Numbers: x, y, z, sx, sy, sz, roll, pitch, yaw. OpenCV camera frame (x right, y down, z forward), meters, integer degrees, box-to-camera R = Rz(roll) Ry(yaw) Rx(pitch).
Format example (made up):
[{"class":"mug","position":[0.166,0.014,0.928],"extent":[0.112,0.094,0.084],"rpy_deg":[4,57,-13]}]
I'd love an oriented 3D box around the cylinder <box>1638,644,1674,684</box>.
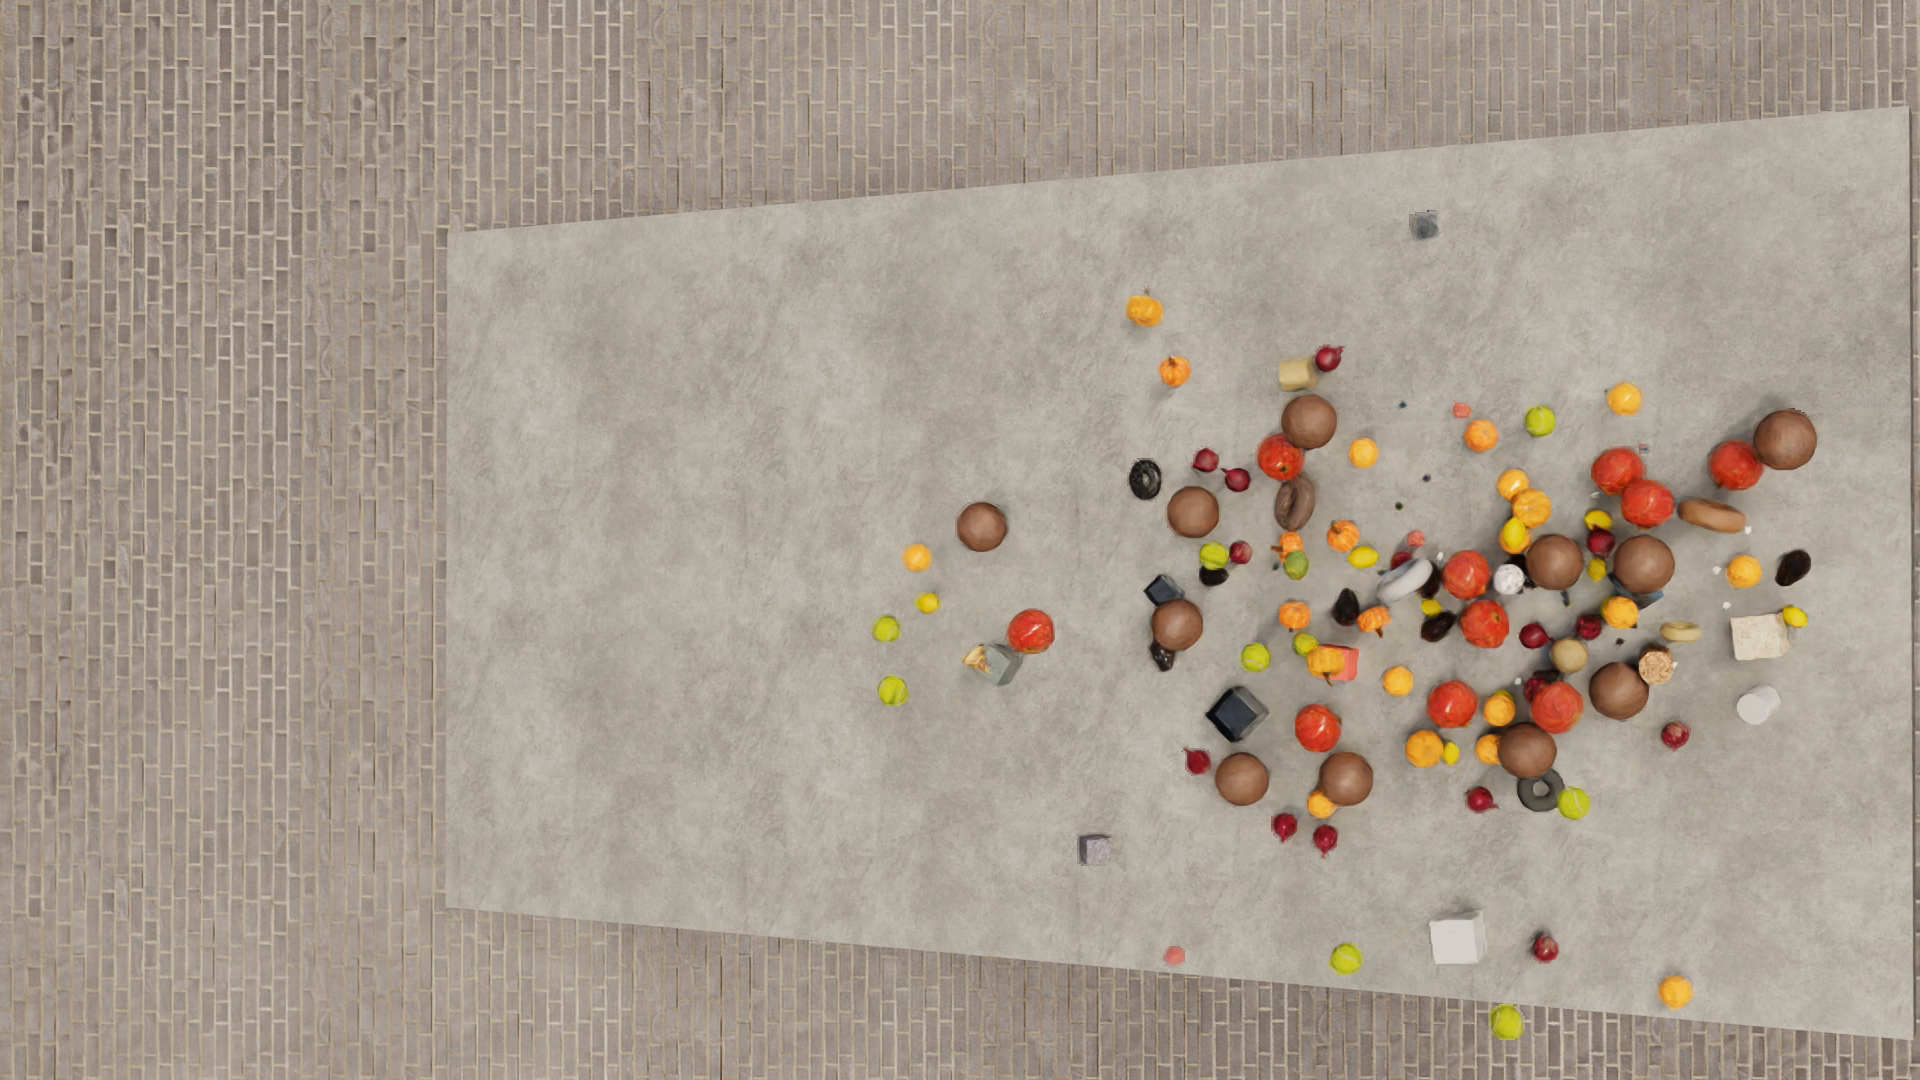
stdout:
[{"class":"cylinder","position":[1.543,0.275,4.875],"extent":[0.074,0.074,0.074],"rpy_deg":[3,100,18]}]

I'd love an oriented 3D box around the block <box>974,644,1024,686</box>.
[{"class":"block","position":[0.100,0.320,5.652],"extent":[0.076,0.076,0.076],"rpy_deg":[37,106,23]}]

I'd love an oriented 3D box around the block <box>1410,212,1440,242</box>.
[{"class":"block","position":[1.086,-0.731,5.135],"extent":[0.058,0.058,0.058],"rpy_deg":[-8,96,14]}]

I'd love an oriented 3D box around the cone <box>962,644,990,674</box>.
[{"class":"cone","position":[0.055,0.316,5.599],"extent":[0.070,0.070,0.070],"rpy_deg":[-43,71,0]}]

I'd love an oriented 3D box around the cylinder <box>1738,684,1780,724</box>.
[{"class":"cylinder","position":[1.745,0.359,4.803],"extent":[0.069,0.069,0.069],"rpy_deg":[16,115,38]}]

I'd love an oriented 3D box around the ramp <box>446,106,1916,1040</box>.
[{"class":"ramp","position":[0.278,0.079,5.663],"extent":[4.000,0.100,2.000],"rpy_deg":[0,89,27]}]

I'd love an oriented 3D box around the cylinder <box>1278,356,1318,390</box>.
[{"class":"cylinder","position":[0.814,-0.400,5.296],"extent":[0.073,0.073,0.073],"rpy_deg":[-7,89,26]}]

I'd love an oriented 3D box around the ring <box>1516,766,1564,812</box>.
[{"class":"ring","position":[1.328,0.569,5.033],"extent":[0.108,0.036,0.108],"rpy_deg":[-3,77,13]}]

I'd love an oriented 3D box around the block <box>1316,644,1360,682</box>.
[{"class":"block","position":[0.900,0.293,5.244],"extent":[0.075,0.075,0.075],"rpy_deg":[8,93,27]}]

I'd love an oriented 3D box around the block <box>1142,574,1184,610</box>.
[{"class":"block","position":[0.505,0.128,5.456],"extent":[0.061,0.061,0.061],"rpy_deg":[-46,71,19]}]

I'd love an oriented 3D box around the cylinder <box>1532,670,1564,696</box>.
[{"class":"cylinder","position":[1.345,0.327,5.026],"extent":[0.057,0.057,0.057],"rpy_deg":[-4,89,28]}]

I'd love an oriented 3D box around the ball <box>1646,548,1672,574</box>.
[{"class":"ball","position":[1.561,0.047,4.913],"extent":[0.059,0.059,0.059],"rpy_deg":[0,89,0]}]

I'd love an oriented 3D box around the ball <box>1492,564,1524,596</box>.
[{"class":"ball","position":[1.246,0.089,4.998],"extent":[0.072,0.072,0.072],"rpy_deg":[0,89,0]}]

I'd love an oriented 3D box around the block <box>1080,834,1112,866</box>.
[{"class":"block","position":[0.339,0.777,5.516],"extent":[0.064,0.064,0.064],"rpy_deg":[0,91,-13]}]

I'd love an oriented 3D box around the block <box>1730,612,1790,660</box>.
[{"class":"block","position":[1.746,0.211,4.798],"extent":[0.093,0.093,0.093],"rpy_deg":[-9,86,32]}]

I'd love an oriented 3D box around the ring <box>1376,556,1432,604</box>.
[{"class":"ring","position":[1.019,0.092,5.045],"extent":[0.144,0.144,0.048],"rpy_deg":[-39,98,0]}]

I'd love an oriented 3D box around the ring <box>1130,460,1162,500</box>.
[{"class":"ring","position":[0.463,-0.150,5.480],"extent":[0.034,0.102,0.102],"rpy_deg":[-6,89,-39]}]

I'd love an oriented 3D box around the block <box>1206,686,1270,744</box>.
[{"class":"block","position":[0.675,0.424,5.347],"extent":[0.095,0.095,0.095],"rpy_deg":[47,109,20]}]

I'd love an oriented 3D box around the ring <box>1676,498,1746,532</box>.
[{"class":"ring","position":[1.648,-0.054,4.823],"extent":[0.150,0.150,0.050],"rpy_deg":[12,102,0]}]

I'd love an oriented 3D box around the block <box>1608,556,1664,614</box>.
[{"class":"block","position":[1.510,0.101,4.911],"extent":[0.081,0.081,0.081],"rpy_deg":[-33,57,14]}]

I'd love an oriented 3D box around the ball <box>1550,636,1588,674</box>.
[{"class":"ball","position":[1.378,0.260,4.979],"extent":[0.084,0.084,0.084],"rpy_deg":[0,89,0]}]

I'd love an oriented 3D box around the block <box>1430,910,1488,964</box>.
[{"class":"block","position":[1.154,0.920,5.090],"extent":[0.099,0.099,0.099],"rpy_deg":[-8,90,27]}]
